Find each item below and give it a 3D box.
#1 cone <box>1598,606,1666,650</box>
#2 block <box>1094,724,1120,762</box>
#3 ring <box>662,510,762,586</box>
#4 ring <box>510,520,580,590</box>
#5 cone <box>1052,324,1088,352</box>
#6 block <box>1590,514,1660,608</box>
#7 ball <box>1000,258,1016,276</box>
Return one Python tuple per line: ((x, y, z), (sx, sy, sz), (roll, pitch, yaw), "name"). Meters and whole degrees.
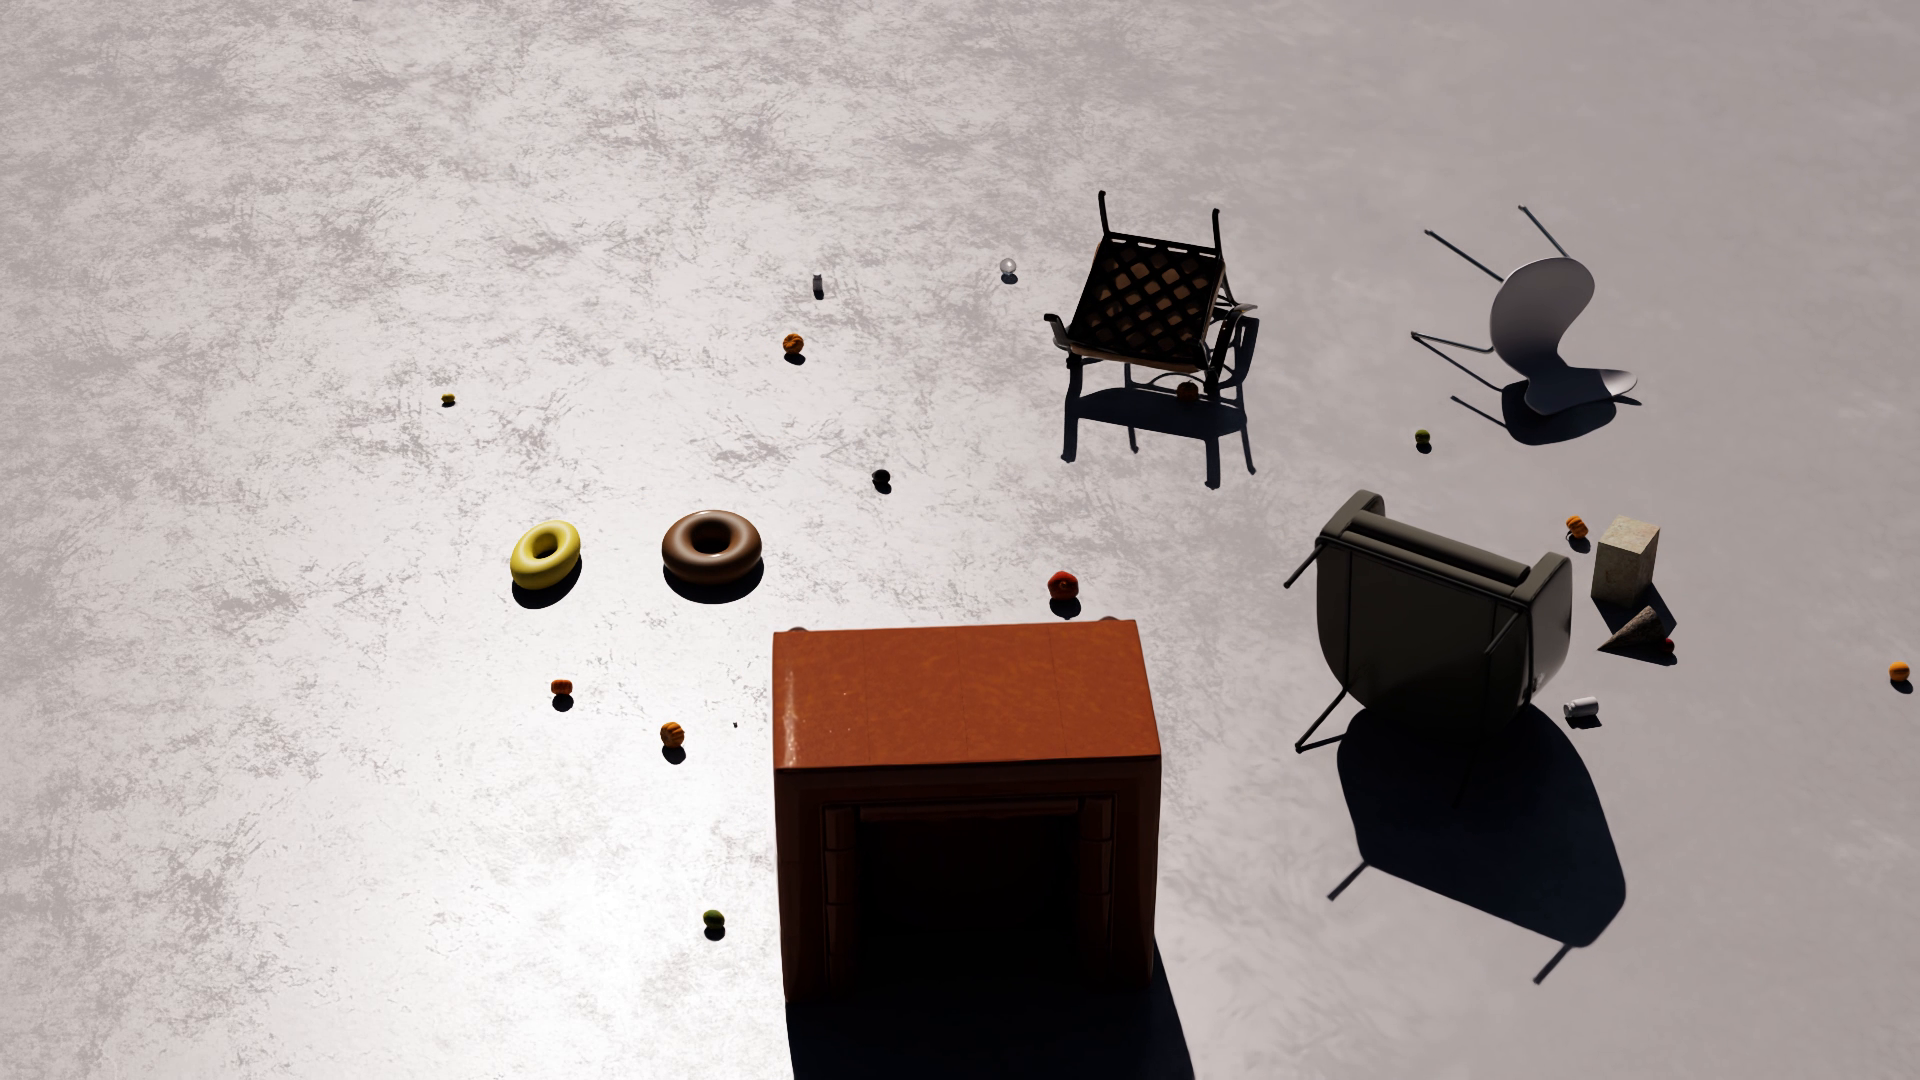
((2.354, 0.343, 10.364), (0.238, 0.139, 0.128), (-23, -4, -6), "cone")
((0.490, 0.683, 9.819), (0.083, 0.099, 0.078), (1, 33, 2), "block")
((-0.915, 0.029, 10.807), (0.373, 0.105, 0.441), (-4, 34, -5), "ring")
((-1.522, 0.054, 10.768), (0.235, 0.105, 0.405), (8, 34, 10), "ring")
((0.461, -0.861, 12.169), (0.143, 0.090, 0.179), (-15, 36, -22), "cone")
((2.407, 0.078, 10.609), (0.159, 0.238, 0.206), (18, 38, 25), "block")
((0.207, -1.182, 12.671), (0.073, 0.073, 0.073), (0, 33, 0), "ball")
